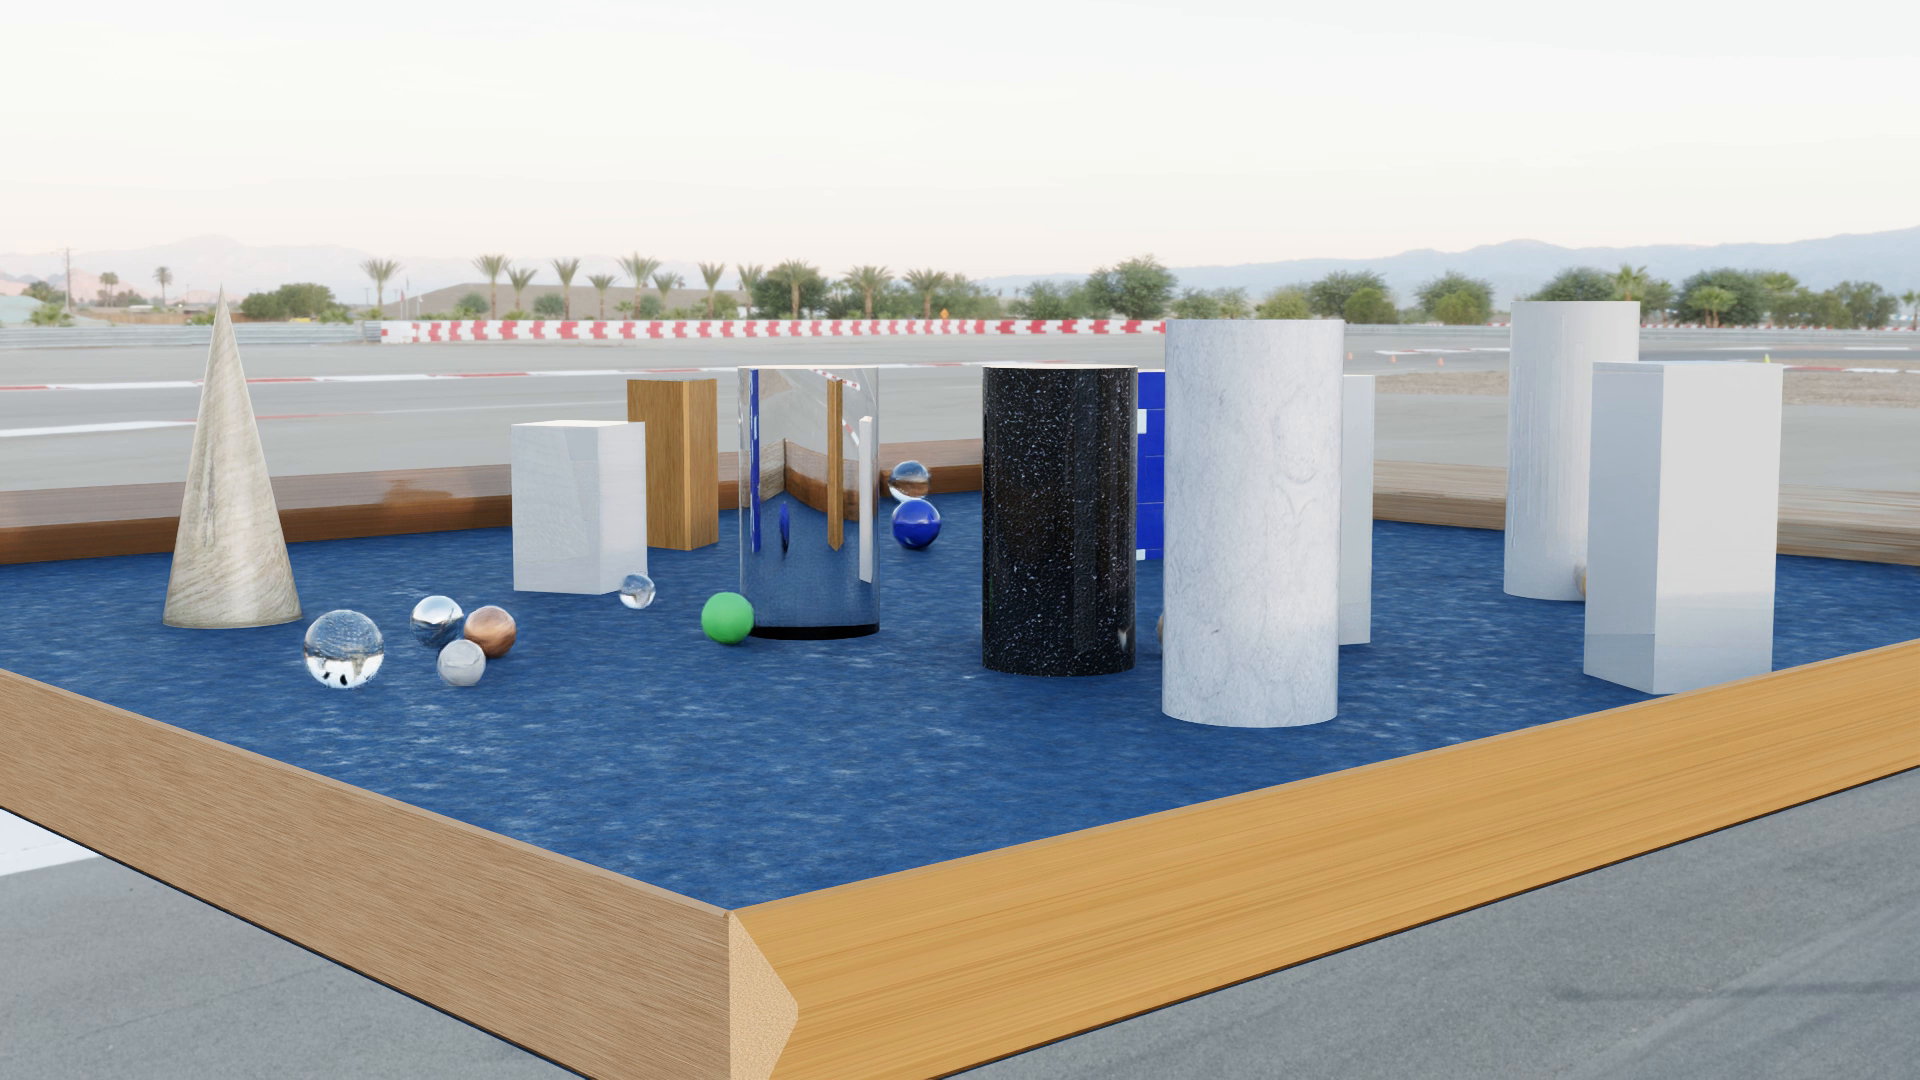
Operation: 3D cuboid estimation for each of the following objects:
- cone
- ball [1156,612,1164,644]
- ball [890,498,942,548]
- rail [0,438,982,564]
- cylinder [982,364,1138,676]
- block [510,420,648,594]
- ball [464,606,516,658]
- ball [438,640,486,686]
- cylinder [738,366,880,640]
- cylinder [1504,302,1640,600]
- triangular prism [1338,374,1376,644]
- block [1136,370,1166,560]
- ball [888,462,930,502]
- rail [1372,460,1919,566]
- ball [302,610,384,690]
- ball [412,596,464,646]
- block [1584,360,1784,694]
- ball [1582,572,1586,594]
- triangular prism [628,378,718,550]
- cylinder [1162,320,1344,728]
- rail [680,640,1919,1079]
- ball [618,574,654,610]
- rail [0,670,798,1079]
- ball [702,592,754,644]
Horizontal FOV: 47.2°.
[{"bbox_3d":[-1.049,-0.127,3.147,0.194,0.484,0.194,0,6,0],"label":"cone"},{"bbox_3d":[0.287,0.116,2.834,0.067,0.067,0.067,0,6,0],"label":"ball"},{"bbox_3d":[-0.082,-0.031,4.102,0.094,0.094,0.094,0,6,0],"label":"ball"},{"bbox_3d":[-1.013,-0.082,4.424,3.133,0.126,0.045,-5,8,-42],"label":"rail"},{"bbox_3d":[0.124,-0.030,2.750,0.194,0.374,0.194,0,6,0],"label":"cylinder"},{"bbox_3d":[-0.609,-0.056,3.528,0.155,0.263,0.155,2,6,20],"label":"block"},{"bbox_3d":[-0.601,0.118,2.813,0.067,0.067,0.067,0,6,0],"label":"ball"},{"bbox_3d":[-0.590,0.146,2.603,0.056,0.056,0.056,0,6,0],"label":"ball"},{"bbox_3d":[-0.209,-0.056,3.043,0.194,0.366,0.194,0,6,0],"label":"cylinder"},{"bbox_3d":[0.957,-0.144,3.442,0.194,0.456,0.194,0,6,0],"label":"cylinder"},{"bbox_3d":[0.444,-0.044,2.964,0.168,0.357,0.146,-3,7,-25],"label":"triangular prism"},{"bbox_3d":[0.324,-0.140,3.995,0.155,0.334,0.155,-4,7,-30],"label":"block"},{"bbox_3d":[-0.116,-0.133,5.057,0.097,0.097,0.097,0,6,0],"label":"ball"},{"bbox_3d":[1.134,-0.076,4.373,0.045,0.126,3.036,-5,8,-42],"label":"rail"},{"bbox_3d":[-0.725,0.129,2.586,0.093,0.093,0.093,0,6,0],"label":"ball"},{"bbox_3d":[-0.692,0.107,2.913,0.068,0.068,0.068,0,6,0],"label":"ball"},{"bbox_3d":[0.860,-0.020,2.624,0.155,0.382,0.155,-2,6,-14],"label":"block"},{"bbox_3d":[0.976,0.065,3.330,0.065,0.065,0.065,0,6,0],"label":"ball"},{"bbox_3d":[-0.517,-0.148,4.168,0.168,0.313,0.146,5,8,42],"label":"triangular prism"},{"bbox_3d":[0.322,-0.025,2.424,0.194,0.433,0.194,0,6,0],"label":"cylinder"},{"bbox_3d":[1.013,0.147,2.240,3.133,0.126,0.045,-5,8,-42],"label":"rail"},{"bbox_3d":[-0.481,0.077,3.274,0.053,0.053,0.053,0,6,0],"label":"ball"},{"bbox_3d":[-1.134,0.142,2.291,0.045,0.126,3.036,-5,8,-42],"label":"rail"},{"bbox_3d":[-0.309,0.104,2.932,0.070,0.070,0.070,0,6,0],"label":"ball"}]
